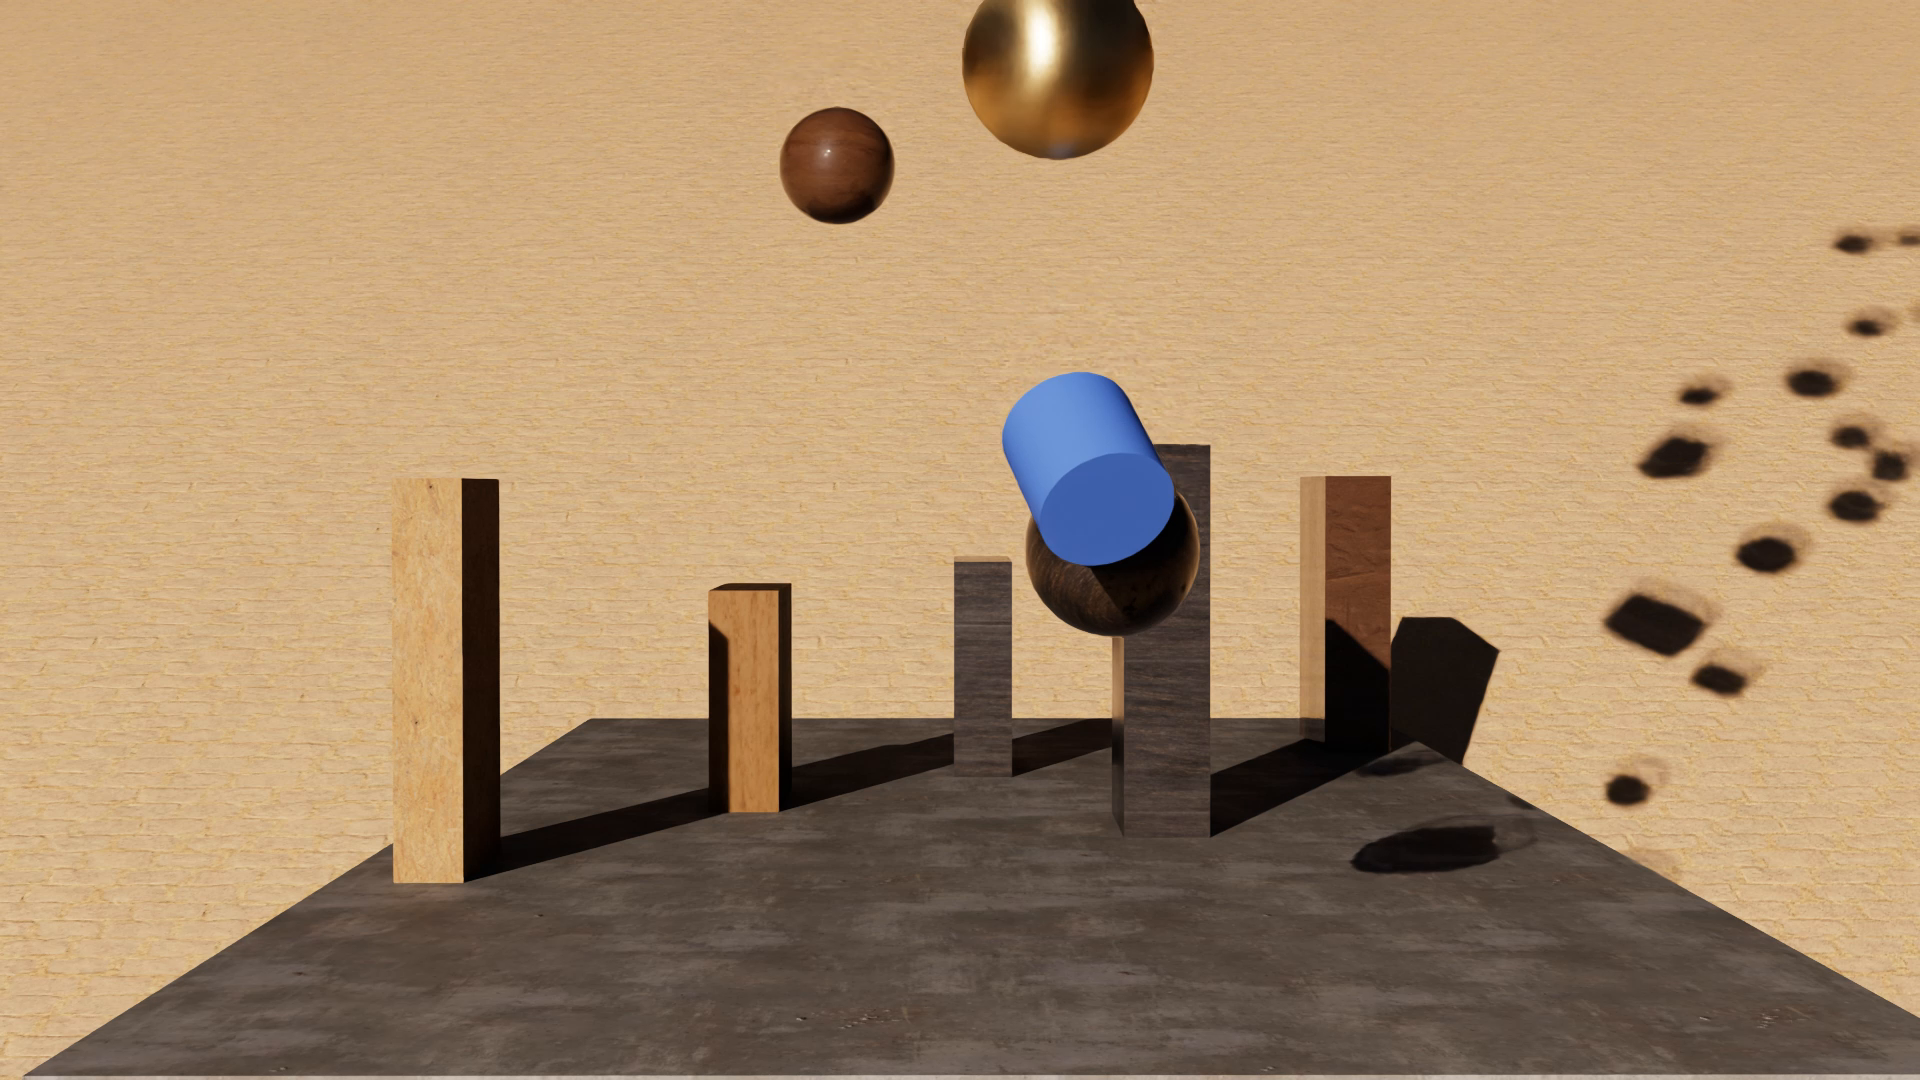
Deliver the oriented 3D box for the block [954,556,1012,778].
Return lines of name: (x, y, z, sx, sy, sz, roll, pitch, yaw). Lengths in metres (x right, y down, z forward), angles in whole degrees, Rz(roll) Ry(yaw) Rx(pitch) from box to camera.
block: (0.046, 0.258, 5.453, 0.118, 0.437, 0.438, 0, 1, 0)

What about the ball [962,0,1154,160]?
ball: (0.083, -0.406, 2.196, 0.164, 0.164, 0.164, 0, 27, 0)

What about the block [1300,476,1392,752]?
block: (0.880, 0.160, 5.919, 0.146, 0.613, 0.420, 0, 1, 0)

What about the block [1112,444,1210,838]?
block: (0.347, 0.167, 4.489, 0.145, 0.659, 0.332, 0, 1, 0)

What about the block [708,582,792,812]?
block: (-0.392, 0.288, 4.857, 0.127, 0.401, 0.374, 0, 1, 0)

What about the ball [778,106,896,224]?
ball: (-0.129, -0.394, 2.719, 0.123, 0.123, 0.123, 0, 27, 0)

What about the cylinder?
cylinder: (0.119, -0.067, 2.426, 0.130, 0.130, 0.130, -7, 40, -13)

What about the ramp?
ramp: (0.060, 0.544, 4.581, 2.000, 0.100, 4.000, 0, 1, 0)

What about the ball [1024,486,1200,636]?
ball: (0.157, 0.009, 2.657, 0.181, 0.181, 0.181, 0, 27, 0)

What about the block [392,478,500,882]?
block: (-0.791, 0.206, 3.991, 0.104, 0.602, 0.316, 0, 1, 0)
